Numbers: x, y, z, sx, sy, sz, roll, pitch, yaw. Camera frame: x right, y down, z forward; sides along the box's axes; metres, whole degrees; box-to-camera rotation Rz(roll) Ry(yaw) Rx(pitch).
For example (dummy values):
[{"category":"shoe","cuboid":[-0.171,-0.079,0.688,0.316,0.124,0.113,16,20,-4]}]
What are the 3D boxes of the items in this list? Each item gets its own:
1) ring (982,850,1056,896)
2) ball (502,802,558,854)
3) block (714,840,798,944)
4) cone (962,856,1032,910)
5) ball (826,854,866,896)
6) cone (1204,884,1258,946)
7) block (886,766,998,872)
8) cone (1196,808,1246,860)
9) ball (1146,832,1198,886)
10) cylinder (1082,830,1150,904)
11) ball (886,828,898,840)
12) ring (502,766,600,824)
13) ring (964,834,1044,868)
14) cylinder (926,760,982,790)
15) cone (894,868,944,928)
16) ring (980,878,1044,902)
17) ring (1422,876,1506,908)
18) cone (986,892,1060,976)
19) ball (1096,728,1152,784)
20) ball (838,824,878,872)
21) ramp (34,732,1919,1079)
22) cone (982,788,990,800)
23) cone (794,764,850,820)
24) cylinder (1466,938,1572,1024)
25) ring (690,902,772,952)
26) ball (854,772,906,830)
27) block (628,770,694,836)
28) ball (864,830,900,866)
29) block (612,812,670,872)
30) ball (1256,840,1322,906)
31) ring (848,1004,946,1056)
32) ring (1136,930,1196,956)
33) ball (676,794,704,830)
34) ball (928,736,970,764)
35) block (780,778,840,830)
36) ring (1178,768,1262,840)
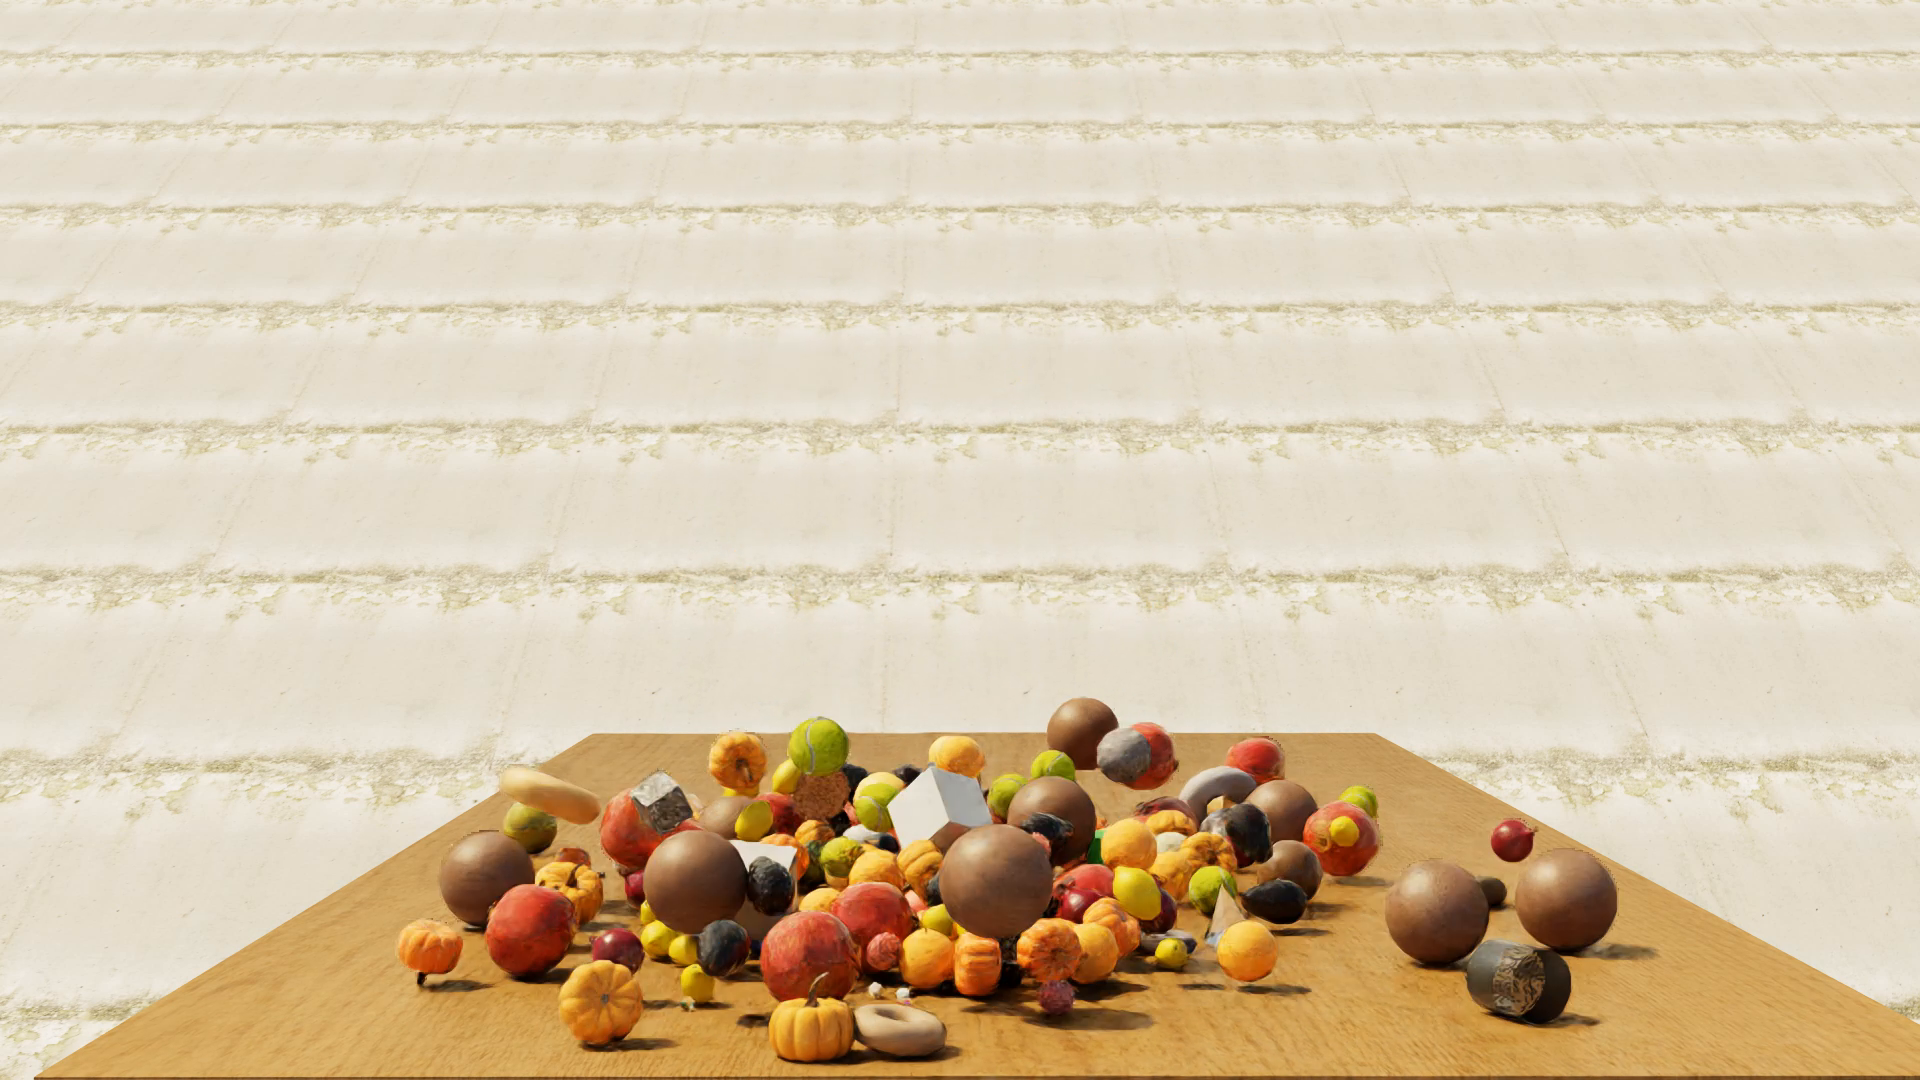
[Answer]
[{"category":"ring","cuboid":[0.082,0.487,3.708,0.116,0.039,0.116,13,25,-6]},{"category":"ball","cuboid":[-0.713,0.476,4.287,0.091,0.091,0.091,0,28,0]},{"category":"block","cuboid":[-0.263,0.453,3.329,0.090,0.090,0.090,6,25,7]},{"category":"cone","cuboid":[0.063,0.478,3.362,0.097,0.097,0.097,-9,52,-17]},{"category":"ball","cuboid":[-0.169,0.497,3.830,0.060,0.060,0.060,0,28,0]},{"category":"cone","cuboid":[0.347,0.484,3.374,0.072,0.072,0.072,-4,66,-8]},{"category":"block","cuboid":[-0.025,0.380,3.522,0.092,0.092,0.092,20,37,-41]},{"category":"cone","cuboid":[0.449,0.501,4.240,0.090,0.090,0.090,-10,31,-19]},{"category":"ball","cuboid":[0.321,0.485,3.934,0.081,0.081,0.081,0,28,0]},{"category":"cylinder","cuboid":[0.226,0.475,3.752,0.086,0.086,0.086,9,5,-1]},{"category":"ball","cuboid":[-0.128,0.489,4.414,0.062,0.062,0.062,0,28,0]},{"category":"ring","cuboid":[-0.592,0.369,3.733,0.150,0.050,0.150,21,-7,3]},{"category":"ring","cuboid":[0.064,0.500,4.145,0.139,0.046,0.139,1,0,0]},{"category":"cylinder","cuboid":[-0.011,0.397,4.199,0.076,0.076,0.076,-7,26,15]},{"category":"cone","cuboid":[-0.039,0.479,3.533,0.077,0.077,0.077,25,-9,4]},{"category":"ring","cuboid":[0.075,0.512,3.766,0.094,0.031,0.094,0,-1,0]},{"category":"ring","cuboid":[0.727,0.507,3.726,0.121,0.040,0.121,-1,-3,0]},{"category":"cone","cuboid":[0.079,0.486,3.129,0.090,0.090,0.090,-1,59,-3]},{"category":"ball","cuboid":[0.262,0.344,4.121,0.088,0.088,0.088,0,28,0]},{"category":"ball","cuboid":[-0.155,0.486,4.072,0.075,0.075,0.075,0,28,0]},{"category":"ramp","cuboid":[0.063,0.567,4.608,2.000,0.100,4.000,0,1,0]},{"category":"cone","cuboid":[0.021,0.412,4.018,0.081,0.081,0.081,33,27,-19]},{"category":"cone","cuboid":[-0.225,0.374,3.986,0.089,0.089,0.089,-9,17,-17]},{"category":"cylinder","cuboid":[0.629,0.496,2.909,0.083,0.083,0.083,-14,6,-24]},{"category":"ring","cuboid":[-0.294,0.505,3.380,0.116,0.039,0.116,6,13,-1]},{"category":"ball","cuboid":[-0.116,0.388,3.839,0.085,0.085,0.085,0,28,0]},{"category":"block","cuboid":[-0.408,0.359,3.526,0.054,0.054,0.054,-35,34,-21]},{"category":"ball","cuboid":[-0.121,0.475,3.979,0.056,0.056,0.056,0,28,0]},{"category":"block","cuboid":[-0.508,0.480,4.117,0.086,0.086,0.086,0,1,-11]},{"category":"ball","cuboid":[0.474,0.480,3.720,0.096,0.096,0.096,0,28,0]},{"category":"ring","cuboid":[-0.066,0.516,2.725,0.106,0.035,0.106,10,3,0]},{"category":"ring","cuboid":[0.266,0.519,3.336,0.078,0.026,0.078,2,0,0]},{"category":"ball","cuboid":[-0.488,0.485,4.602,0.066,0.066,0.066,0,28,0]},{"category":"ball","cuboid":[-0.018,0.365,4.367,0.070,0.070,0.070,0,28,0]},{"category":"block","cuboid":[-0.270,0.475,4.652,0.084,0.084,0.084,0,1,-24]},{"category":"ring","cuboid":[0.431,0.443,4.291,0.146,0.146,0.049,-6,28,-10]}]
